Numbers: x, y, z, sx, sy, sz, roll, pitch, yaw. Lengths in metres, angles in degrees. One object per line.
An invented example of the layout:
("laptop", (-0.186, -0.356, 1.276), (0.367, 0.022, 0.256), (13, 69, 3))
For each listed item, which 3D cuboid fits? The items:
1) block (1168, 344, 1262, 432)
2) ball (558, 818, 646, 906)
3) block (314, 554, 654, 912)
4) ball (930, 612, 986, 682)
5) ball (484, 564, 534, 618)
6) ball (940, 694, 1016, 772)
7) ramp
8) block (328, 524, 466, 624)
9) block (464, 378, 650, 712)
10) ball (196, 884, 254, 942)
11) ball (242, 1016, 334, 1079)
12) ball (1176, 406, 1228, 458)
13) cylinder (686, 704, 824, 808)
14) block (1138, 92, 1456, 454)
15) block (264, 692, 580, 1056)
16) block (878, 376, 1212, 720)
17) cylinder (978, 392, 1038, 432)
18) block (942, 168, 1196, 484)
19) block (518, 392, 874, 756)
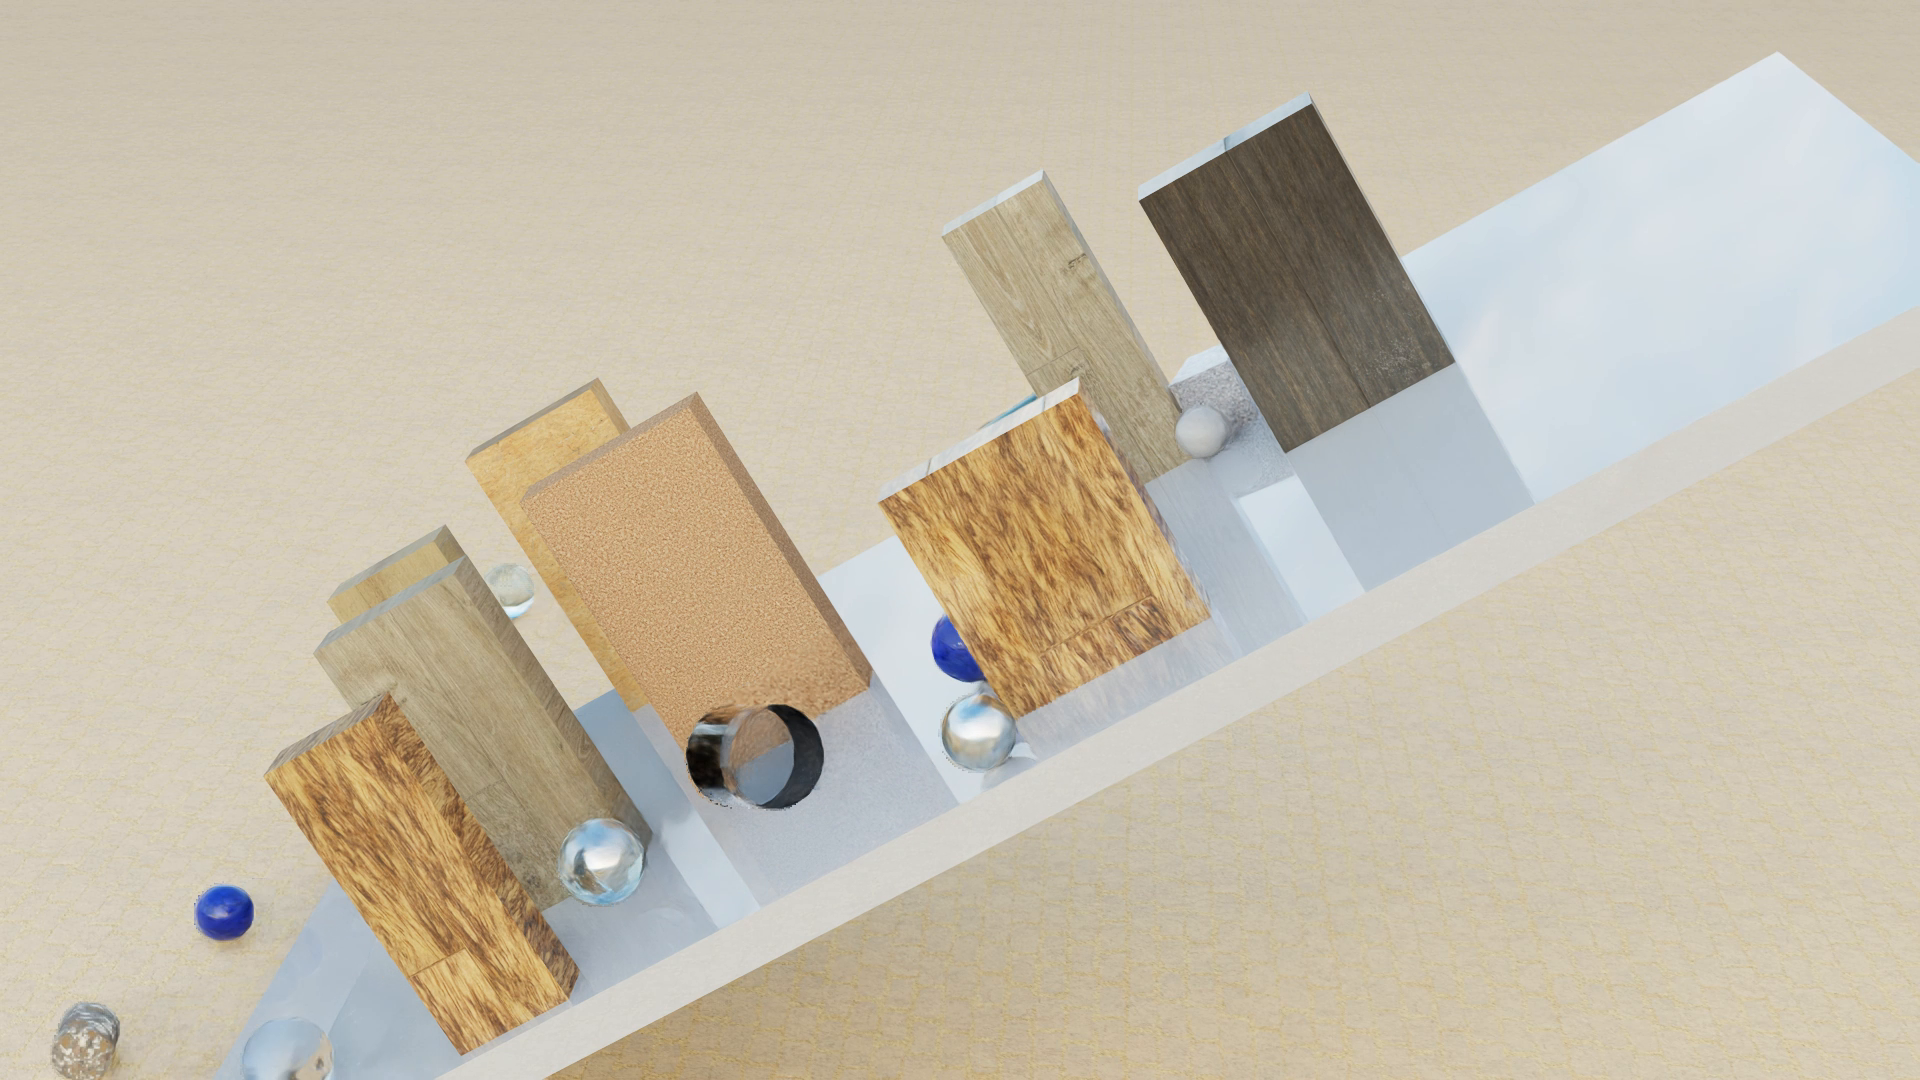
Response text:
("block", (0.585, -0.337, 6.543), (0.152, 0.152, 0.152), (-23, 17, 31))
("ball", (-0.709, 0.637, 5.824), (0.172, 0.172, 0.172), (0, 19, 0))
("block", (-0.983, 0.425, 6.099), (0.349, 0.715, 0.122), (-29, 15, 12))
("ball", (0.020, 0.207, 5.891), (0.157, 0.157, 0.157), (0, 19, 0))
("ball", (-1.435, 0.165, 9.328), (0.171, 0.171, 0.171), (0, 19, 0))
("ball", (0.034, 0.354, 5.409), (0.140, 0.140, 0.140), (0, 19, 0))
("ramp", (0.142, 0.168, 6.286), (4.000, 0.100, 2.000), (-29, 15, 12))
("block", (-1.203, 0.315, 7.072), (0.309, 0.634, 0.126), (-29, 15, 12))
("block", (-0.832, 0.017, 7.092), (0.360, 0.739, 0.102), (-29, 15, 12))
("ball", (-1.796, 0.910, 7.187), (0.140, 0.140, 0.140), (0, 19, 0))
("ball", (-1.340, 1.041, 5.865), (0.181, 0.181, 0.181), (0, 19, 0))
("ball", (0.527, -0.236, 6.405), (0.113, 0.113, 0.113), (0, 19, 0))
("cylinder", (-0.414, 0.435, 5.925), (0.207, 0.207, 0.207), (-11, 3, -30))
("block", (0.696, -0.551, 6.086), (0.399, 0.619, 0.140), (-29, 15, 12))
("block", (-1.013, 0.635, 5.569), (0.248, 0.666, 0.120), (-29, 15, 12))
("block", (0.161, 0.020, 5.529), (0.430, 0.502, 0.110), (-29, 15, 12))
("cylinder", (0.178, -0.235, 6.954), (0.193, 0.193, 0.193), (-34, 26, -7))
("block", (0.250, -0.441, 6.464), (0.251, 0.705, 0.115), (-29, 15, 12))
("block", (-0.559, 0.102, 6.289), (0.427, 0.721, 0.119), (-29, 15, 12))
